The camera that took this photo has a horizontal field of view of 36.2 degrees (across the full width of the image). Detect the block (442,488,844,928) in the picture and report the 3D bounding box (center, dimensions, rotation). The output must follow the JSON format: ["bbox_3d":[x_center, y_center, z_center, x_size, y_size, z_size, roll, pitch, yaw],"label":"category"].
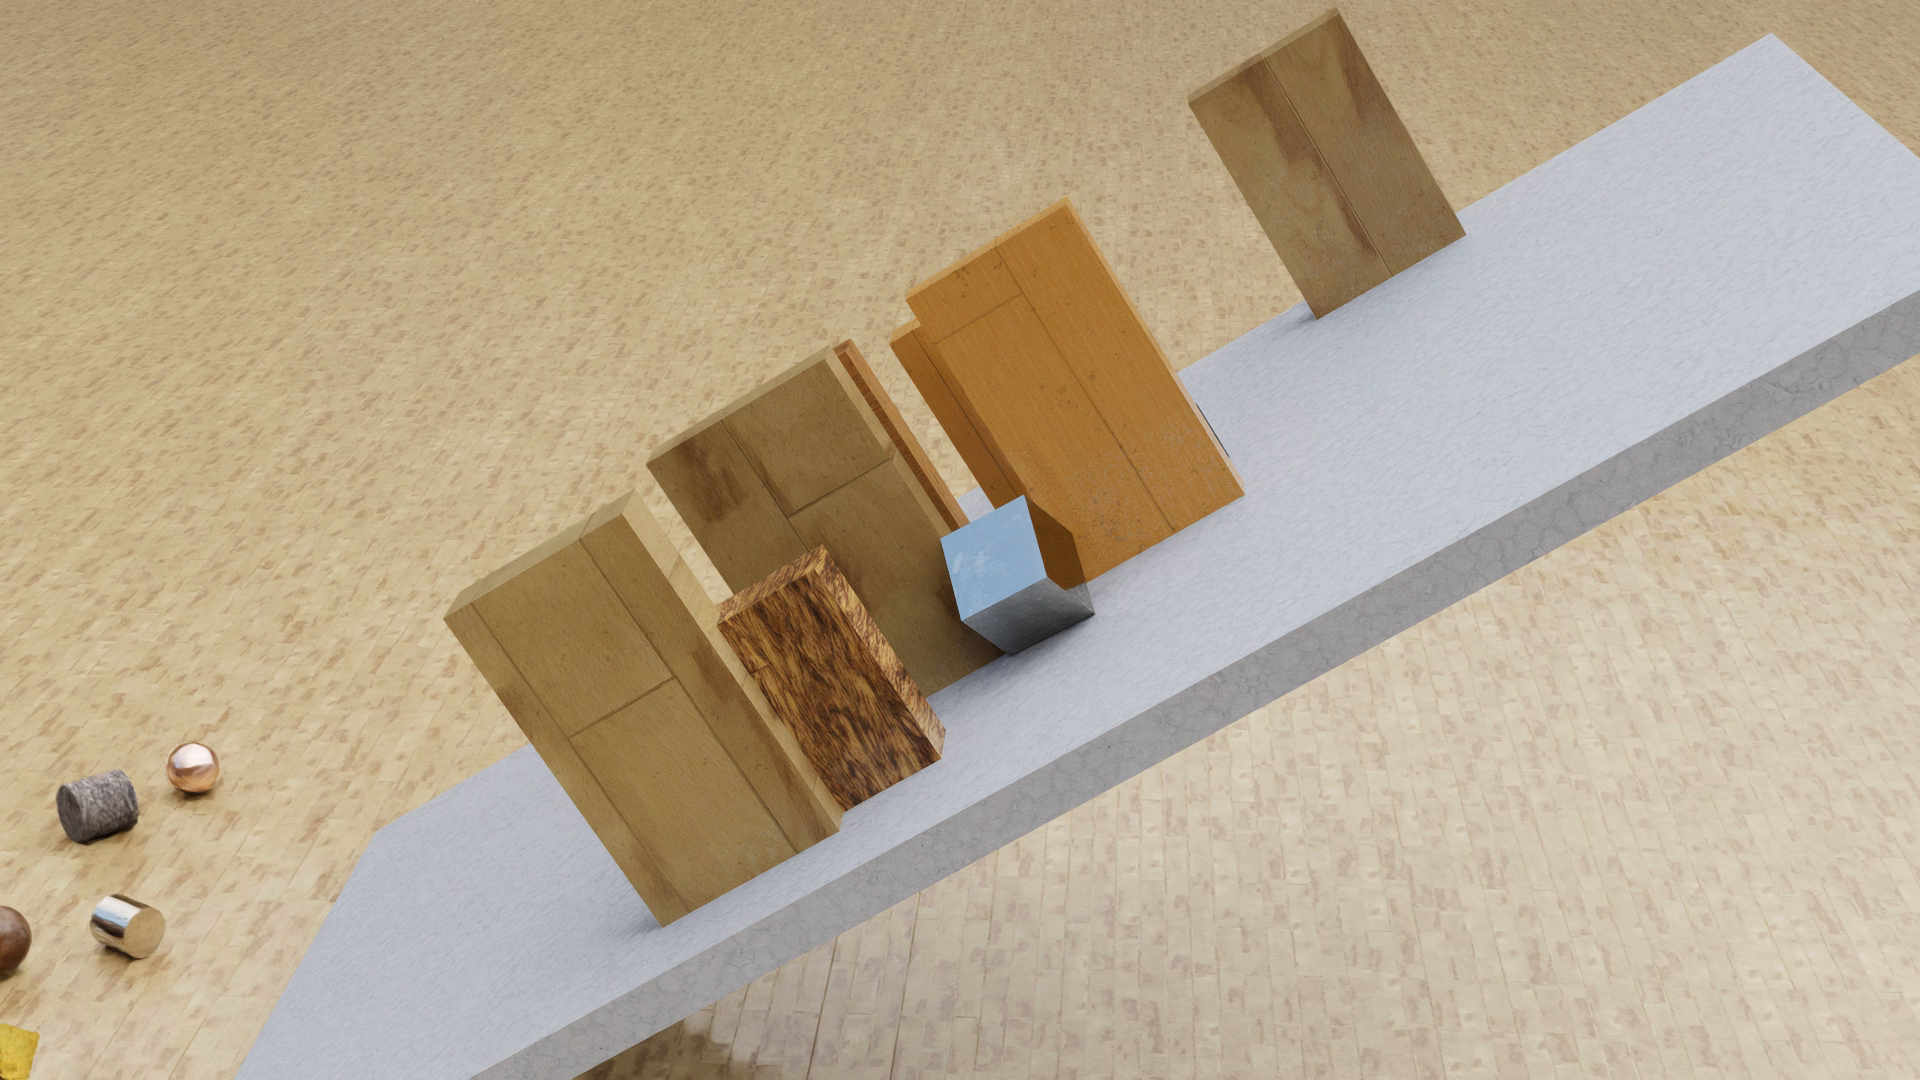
[{"bbox_3d":[-0.597,0.328,5.647,0.410,0.747,0.147,-30,15,13],"label":"block"}]

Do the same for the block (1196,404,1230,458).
[{"bbox_3d":[0.456,-0.187,6.297,0.140,0.140,0.140,-42,17,-31],"label":"block"}]

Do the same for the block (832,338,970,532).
[{"bbox_3d":[-0.223,-0.164,6.841,0.261,0.545,0.118,-30,15,13],"label":"block"}]

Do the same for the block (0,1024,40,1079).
[{"bbox_3d":[-2.125,1.148,6.524,0.115,0.115,0.115,20,-31,-23],"label":"block"}]

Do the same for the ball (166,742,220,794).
[{"bbox_3d":[-2.106,0.627,8.075,0.144,0.144,0.144,0,20,0],"label":"ball"}]

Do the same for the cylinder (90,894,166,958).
[{"bbox_3d":[-2.038,0.945,7.203,0.127,0.127,0.127,14,24,34],"label":"cylinder"}]

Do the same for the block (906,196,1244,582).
[{"bbox_3d":[0.239,-0.301,6.002,0.378,0.705,0.081,-30,15,13],"label":"block"}]

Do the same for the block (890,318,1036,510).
[{"bbox_3d":[0.146,-0.281,6.373,0.335,0.581,0.105,-30,15,13],"label":"block"}]

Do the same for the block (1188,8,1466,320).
[{"bbox_3d":[0.843,-0.862,6.761,0.392,0.592,0.101,-30,15,13],"label":"block"}]

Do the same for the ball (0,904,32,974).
[{"bbox_3d":[-2.326,0.963,7.089,0.169,0.169,0.169,0,20,0],"label":"ball"}]

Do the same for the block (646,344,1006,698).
[{"bbox_3d":[-0.258,0.018,5.993,0.429,0.716,0.102,-30,15,13],"label":"block"}]

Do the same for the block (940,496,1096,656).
[{"bbox_3d":[0.116,0.073,5.899,0.200,0.200,0.200,-28,55,19],"label":"block"}]

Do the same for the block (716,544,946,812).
[{"bbox_3d":[-0.282,0.289,5.700,0.309,0.451,0.141,-30,15,13],"label":"block"}]

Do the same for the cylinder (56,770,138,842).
[{"bbox_3d":[-2.294,0.709,7.826,0.156,0.156,0.156,-17,25,-39],"label":"cylinder"}]

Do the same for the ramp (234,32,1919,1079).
[{"bbox_3d":[0.141,0.169,6.290,4.000,0.100,2.000,-30,15,13],"label":"ramp"}]
